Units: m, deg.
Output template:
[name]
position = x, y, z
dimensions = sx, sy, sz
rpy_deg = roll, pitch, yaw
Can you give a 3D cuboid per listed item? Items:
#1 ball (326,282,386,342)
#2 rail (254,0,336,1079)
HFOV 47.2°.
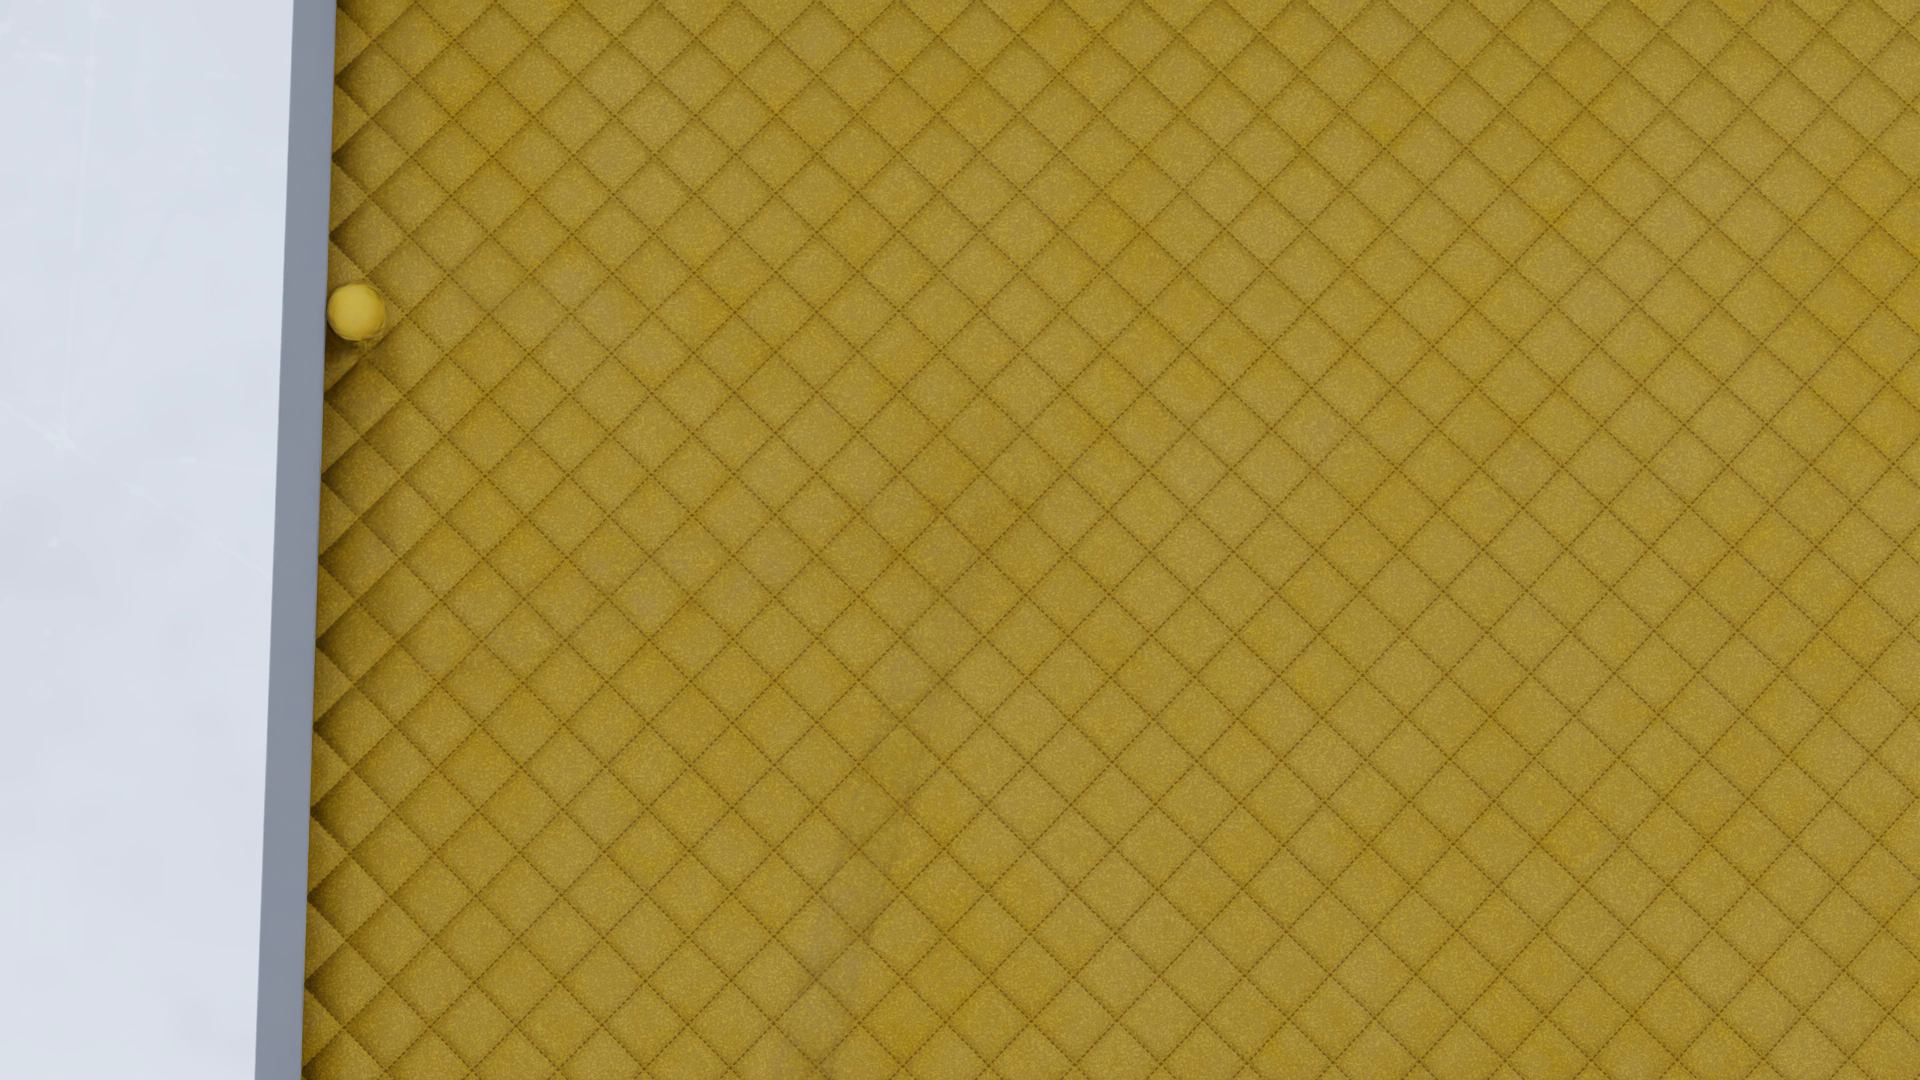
[ball]
position = -0.908, -0.343, 3.307
dimensions = 0.088, 0.088, 0.088
rpy_deg = 0, 82, 0
[rail]
position = -0.967, 0.005, 3.235
dimensions = 0.045, 0.129, 2.157
rpy_deg = 0, 82, 0
